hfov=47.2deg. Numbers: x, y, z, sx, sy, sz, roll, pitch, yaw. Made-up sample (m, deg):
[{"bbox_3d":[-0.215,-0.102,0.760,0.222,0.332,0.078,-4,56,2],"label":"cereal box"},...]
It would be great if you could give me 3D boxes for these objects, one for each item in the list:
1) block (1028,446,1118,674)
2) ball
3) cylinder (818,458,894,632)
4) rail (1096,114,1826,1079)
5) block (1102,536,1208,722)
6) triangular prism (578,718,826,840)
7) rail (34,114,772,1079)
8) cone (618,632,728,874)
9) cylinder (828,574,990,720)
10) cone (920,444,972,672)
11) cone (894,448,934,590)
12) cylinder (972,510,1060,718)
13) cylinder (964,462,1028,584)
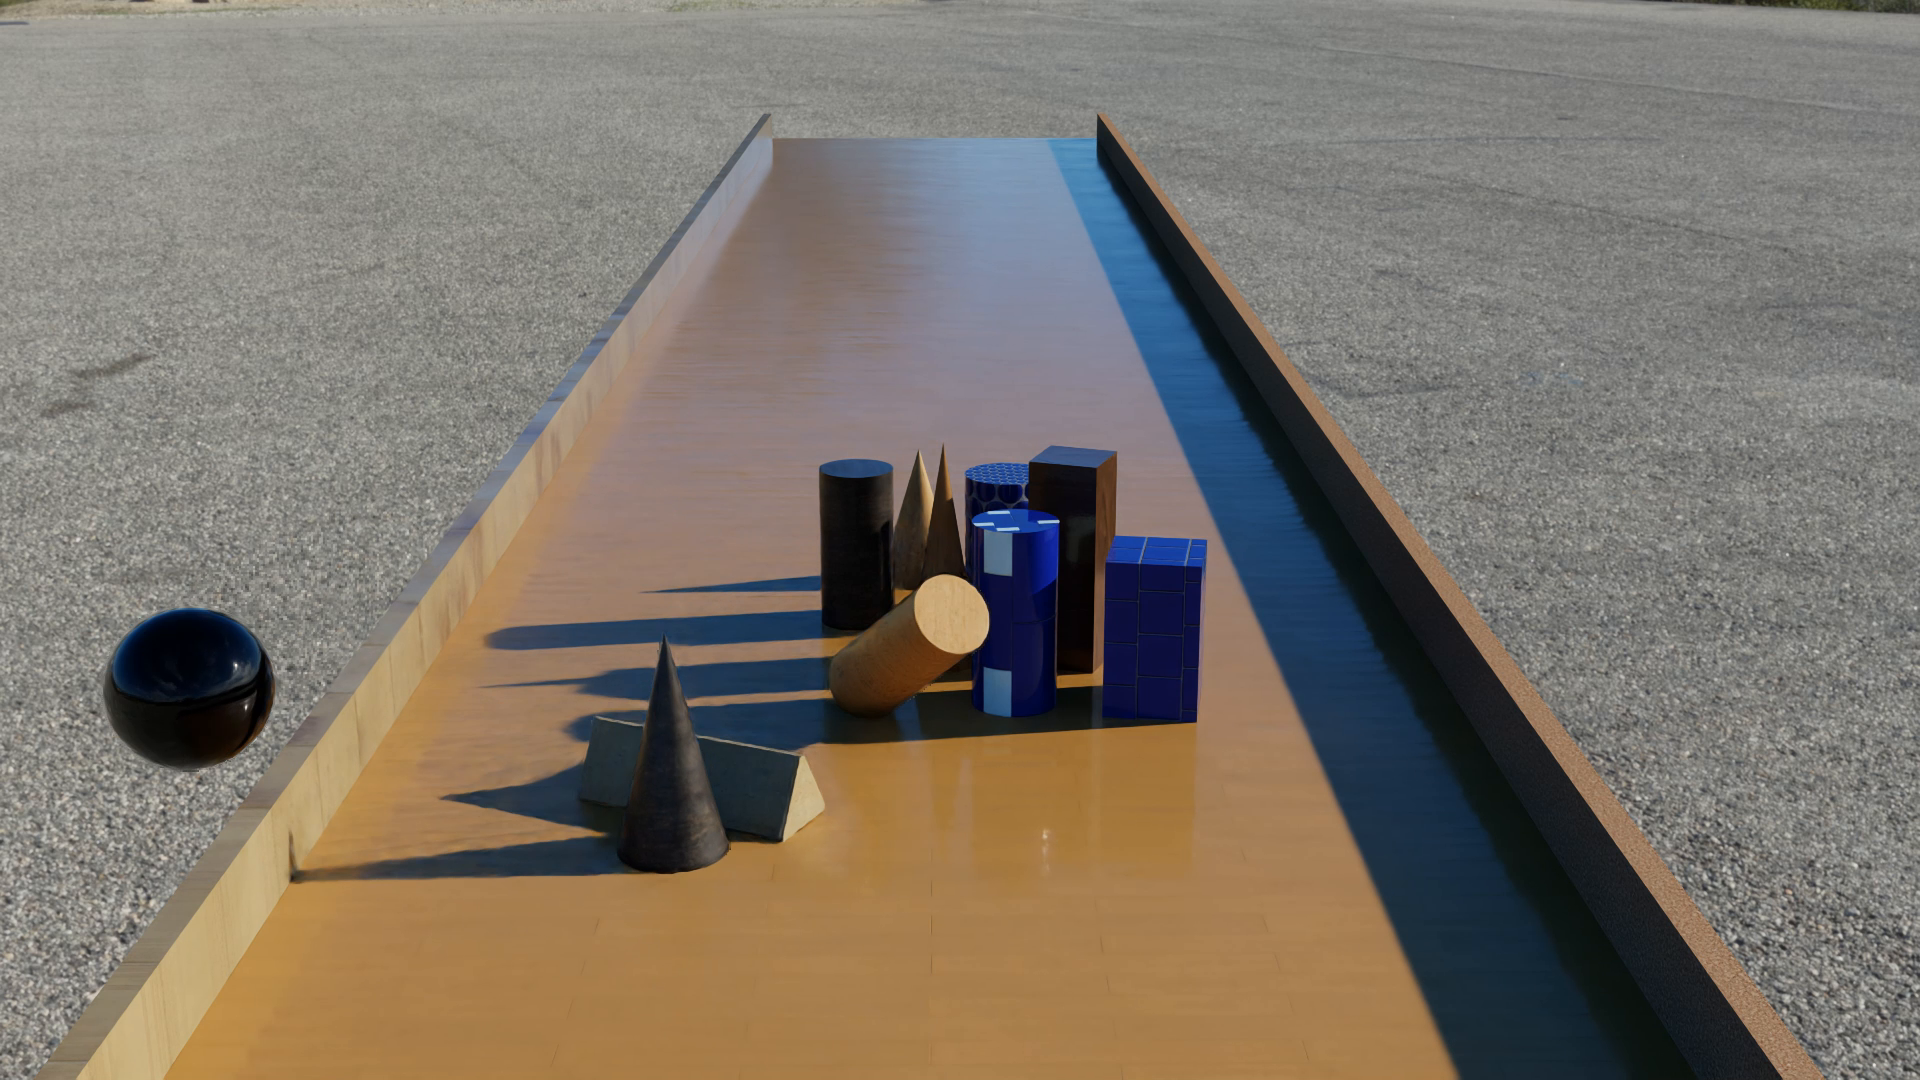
[{"bbox_3d":[0.222,0.037,4.365,0.138,0.420,0.138,6,18,20],"label":"block"},{"bbox_3d":[-1.109,0.213,3.166,0.235,0.235,0.235,0,17,0],"label":"ball"},{"bbox_3d":[-0.216,0.009,4.615,0.155,0.331,0.155,0,17,0],"label":"cylinder"},{"bbox_3d":[0.932,-0.844,7.801,0.050,0.150,12.000,0,17,-1],"label":"rail"},{"bbox_3d":[0.367,0.165,4.139,0.176,0.303,0.176,3,17,9],"label":"block"},{"bbox_3d":[-0.439,0.386,3.696,0.401,0.123,0.142,8,20,24],"label":"triangular prism"},{"bbox_3d":[-1.118,-0.838,7.780,0.050,0.150,12.000,0,17,-1],"label":"rail"},{"bbox_3d":[-0.462,0.321,3.494,0.179,0.373,0.179,0,17,0],"label":"cone"},{"bbox_3d":[-0.097,0.197,3.974,0.147,0.147,0.369,-11,-16,-32],"label":"cylinder"},{"bbox_3d":[-0.032,0.024,4.353,0.147,0.451,0.147,0,17,0],"label":"cone"},{"bbox_3d":[-0.091,-0.059,4.898,0.176,0.300,0.176,0,17,0],"label":"cone"},{"bbox_3d":[0.103,0.136,4.138,0.162,0.359,0.162,0,17,0],"label":"cylinder"},{"bbox_3d":[0.099,0.010,4.649,0.180,0.311,0.180,0,17,0],"label":"cylinder"}]
